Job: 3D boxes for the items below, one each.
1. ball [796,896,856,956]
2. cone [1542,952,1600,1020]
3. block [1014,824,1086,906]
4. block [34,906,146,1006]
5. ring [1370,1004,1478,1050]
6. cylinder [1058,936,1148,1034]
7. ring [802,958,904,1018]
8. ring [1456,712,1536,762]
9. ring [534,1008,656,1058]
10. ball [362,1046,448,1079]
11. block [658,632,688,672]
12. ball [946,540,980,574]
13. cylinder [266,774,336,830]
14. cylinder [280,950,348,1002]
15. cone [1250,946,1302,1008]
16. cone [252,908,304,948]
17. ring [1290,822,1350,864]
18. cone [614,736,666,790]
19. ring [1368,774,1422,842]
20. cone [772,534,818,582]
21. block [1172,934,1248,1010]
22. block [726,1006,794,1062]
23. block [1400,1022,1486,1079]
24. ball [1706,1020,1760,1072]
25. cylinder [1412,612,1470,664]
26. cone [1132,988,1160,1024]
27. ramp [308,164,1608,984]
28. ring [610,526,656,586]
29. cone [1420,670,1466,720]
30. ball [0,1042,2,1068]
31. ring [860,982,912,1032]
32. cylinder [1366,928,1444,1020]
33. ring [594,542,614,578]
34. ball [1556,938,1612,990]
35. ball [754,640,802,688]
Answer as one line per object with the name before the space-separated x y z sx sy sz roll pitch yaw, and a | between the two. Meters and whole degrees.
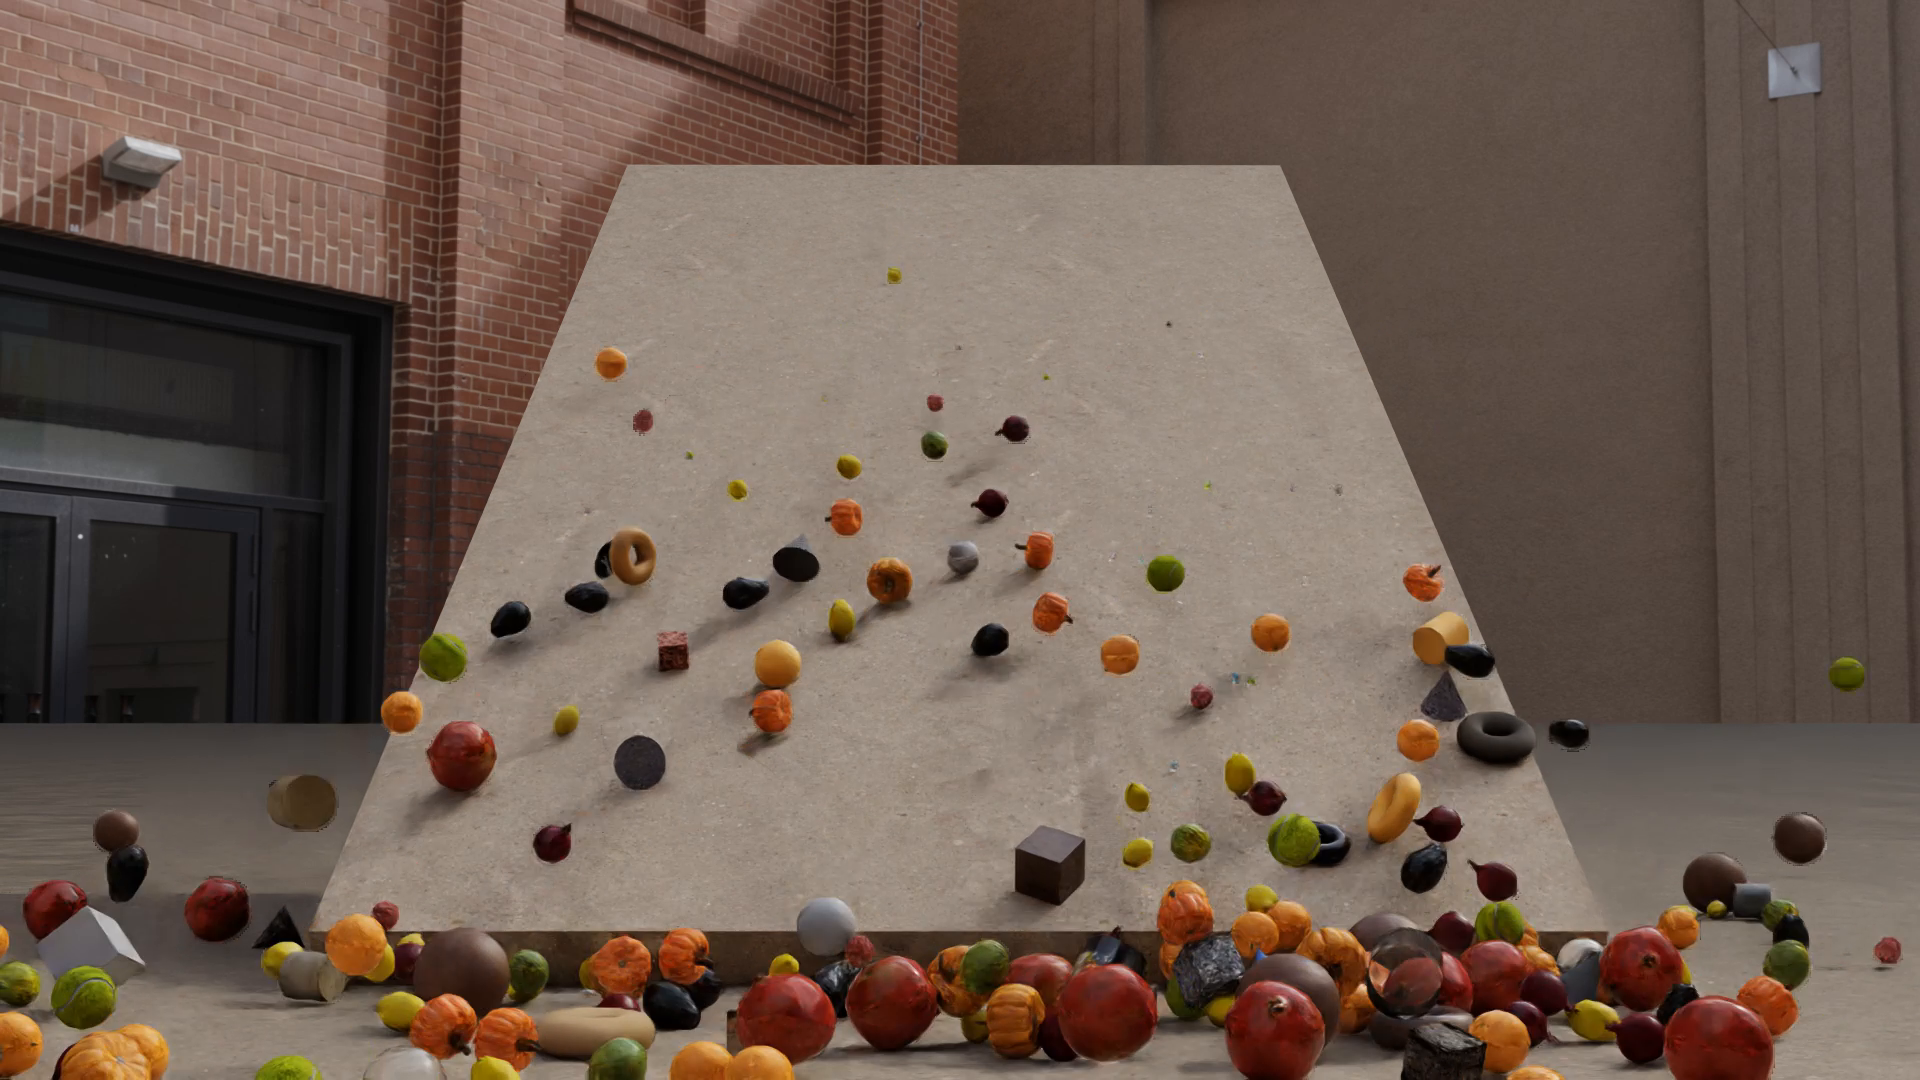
ball | -0.202 0.584 3.559 0.090 0.090 0.090 0 -4 0
cone | 0.860 0.603 3.246 0.083 0.083 0.083 28 9 -5
block | 0.142 0.513 3.716 0.080 0.080 0.080 15 30 28
block | -1.233 0.590 3.339 0.090 0.090 0.090 -39 -21 -9
ring | 0.587 0.617 2.984 0.137 0.046 0.137 0 -2 0
cylinder | 0.175 0.543 2.879 0.085 0.085 0.085 19 -38 15
ring | -0.152 0.632 3.326 0.147 0.049 0.147 -11 10 2
ring | 0.935 0.343 4.111 0.135 0.045 0.135 0 25 0
ring | -0.453 0.612 2.926 0.149 0.050 0.149 1 -4 0
ball | -0.558 0.551 2.365 0.086 0.086 0.086 0 -4 0
block | -0.533 0.206 4.374 0.052 0.052 0.052 -4 26 -8
ball | 0.007 0.035 4.711 0.067 0.067 0.067 0 -4 0
cylinder | -1.125 0.447 4.022 0.093 0.093 0.093 3 -6 -32
cylinder | -0.940 0.634 3.424 0.069 0.069 0.069 -1 -4 21
cone | 0.436 0.616 3.358 0.077 0.077 0.077 -19 -8 -3
cone | -1.240 0.717 4.251 0.083 0.083 0.083 -26 4 -17
ring | 0.584 0.491 3.818 0.098 0.033 0.098 1 25 0
cone | -0.534 0.378 4.033 0.092 0.092 0.092 -1 -1 10
ring | 0.707 0.437 3.839 0.041 0.124 0.124 30 -9 -6
cone | -0.319 0.016 4.688 0.093 0.093 0.093 5 -47 5
block | 0.337 0.584 3.183 0.067 0.067 0.067 -5 -39 -22
block | -0.244 0.604 2.879 0.057 0.057 0.057 -4 -6 39
block | 0.529 0.570 2.576 0.060 0.060 0.060 -2 16 -33
ball | 0.910 0.595 2.774 0.059 0.059 0.059 0 -4 0
cylinder | 0.897 0.183 4.395 0.076 0.076 0.076 -27 15 -40
cone | 0.241 0.629 3.218 0.051 0.051 0.051 16 -3 6
ramp | -0.010 -0.229 5.444 2.000 0.100 4.000 0 26 0
ring | -0.644 0.031 4.637 0.039 0.117 0.117 -6 -7 35
cone | 0.870 0.267 4.221 0.083 0.083 0.083 0 26 0
ball | -1.082 0.557 2.530 0.099 0.099 0.099 0 -4 0
ring | -0.099 0.620 3.130 0.078 0.078 0.026 -5 -49 49
cylinder | 0.561 0.546 2.971 0.093 0.093 0.093 -1 6 14
ring | -0.699 0.039 4.674 0.026 0.079 0.079 22 1 13
ball | 0.924 0.630 3.487 0.081 0.081 0.081 0 -4 0
ball | -0.332 0.226 4.295 0.087 0.087 0.087 0 -4 0
